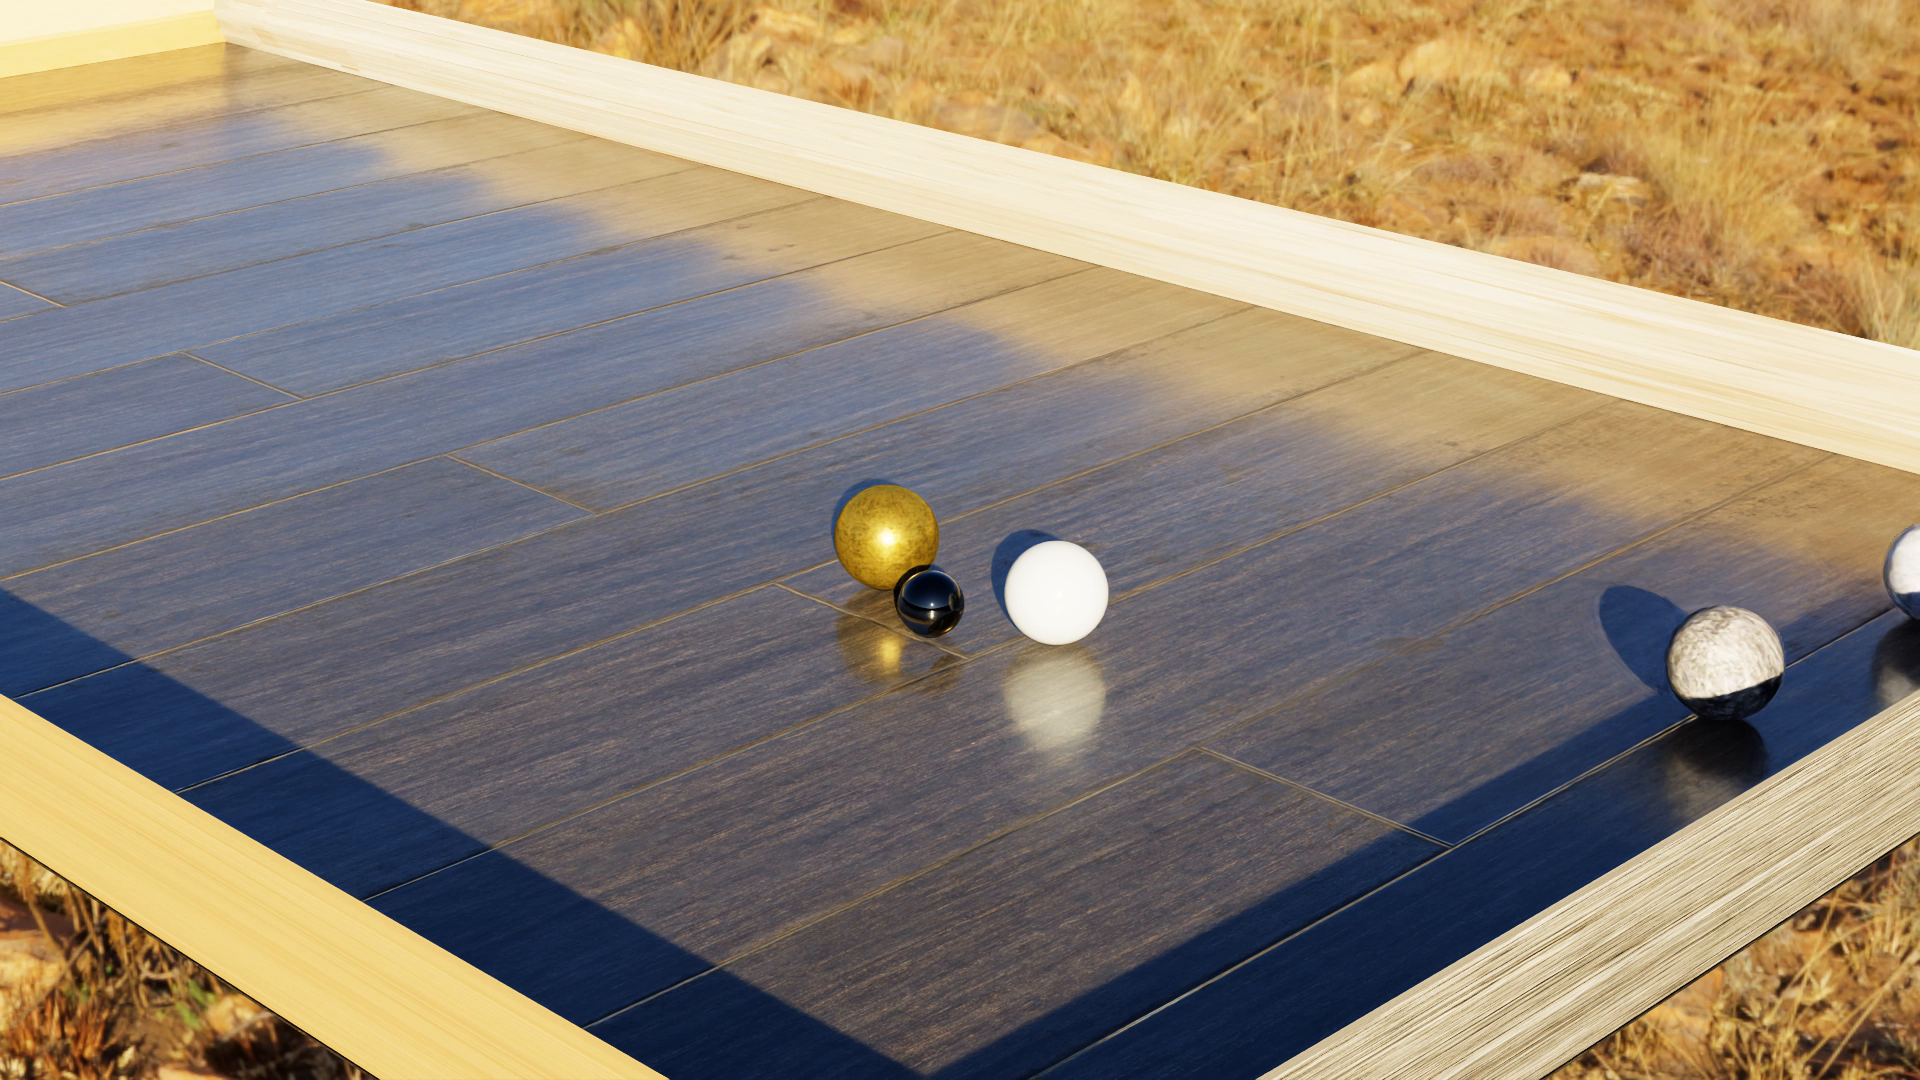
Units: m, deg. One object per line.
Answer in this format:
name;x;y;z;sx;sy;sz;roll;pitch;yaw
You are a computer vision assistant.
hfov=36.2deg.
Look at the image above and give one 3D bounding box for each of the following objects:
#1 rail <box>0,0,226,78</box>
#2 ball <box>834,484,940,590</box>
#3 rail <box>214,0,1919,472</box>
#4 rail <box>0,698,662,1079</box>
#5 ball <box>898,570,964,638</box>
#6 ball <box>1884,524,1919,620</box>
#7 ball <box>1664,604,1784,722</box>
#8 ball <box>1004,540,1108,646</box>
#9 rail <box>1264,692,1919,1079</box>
rail;-1.838;-0.674;4.349;0.045;0.123;1.747;19;28;41
ball;-0.065;-0.003;2.632;0.094;0.094;0.094;0;21;0
rail;-0.019;-0.457;3.782;3.483;0.123;0.045;19;28;41
rail;-1.217;-0.027;2.655;3.483;0.123;0.045;19;28;41
ball;-0.025;0.055;2.533;0.058;0.058;0.058;0;21;0
ball;0.850;0.028;2.558;0.090;0.090;0.090;0;21;0
ball;0.615;0.099;2.367;0.094;0.094;0.094;0;21;0
ball;0.082;0.045;2.513;0.090;0.090;0.090;0;21;0
rail;0.601;0.189;2.088;0.045;0.123;1.747;19;28;41
